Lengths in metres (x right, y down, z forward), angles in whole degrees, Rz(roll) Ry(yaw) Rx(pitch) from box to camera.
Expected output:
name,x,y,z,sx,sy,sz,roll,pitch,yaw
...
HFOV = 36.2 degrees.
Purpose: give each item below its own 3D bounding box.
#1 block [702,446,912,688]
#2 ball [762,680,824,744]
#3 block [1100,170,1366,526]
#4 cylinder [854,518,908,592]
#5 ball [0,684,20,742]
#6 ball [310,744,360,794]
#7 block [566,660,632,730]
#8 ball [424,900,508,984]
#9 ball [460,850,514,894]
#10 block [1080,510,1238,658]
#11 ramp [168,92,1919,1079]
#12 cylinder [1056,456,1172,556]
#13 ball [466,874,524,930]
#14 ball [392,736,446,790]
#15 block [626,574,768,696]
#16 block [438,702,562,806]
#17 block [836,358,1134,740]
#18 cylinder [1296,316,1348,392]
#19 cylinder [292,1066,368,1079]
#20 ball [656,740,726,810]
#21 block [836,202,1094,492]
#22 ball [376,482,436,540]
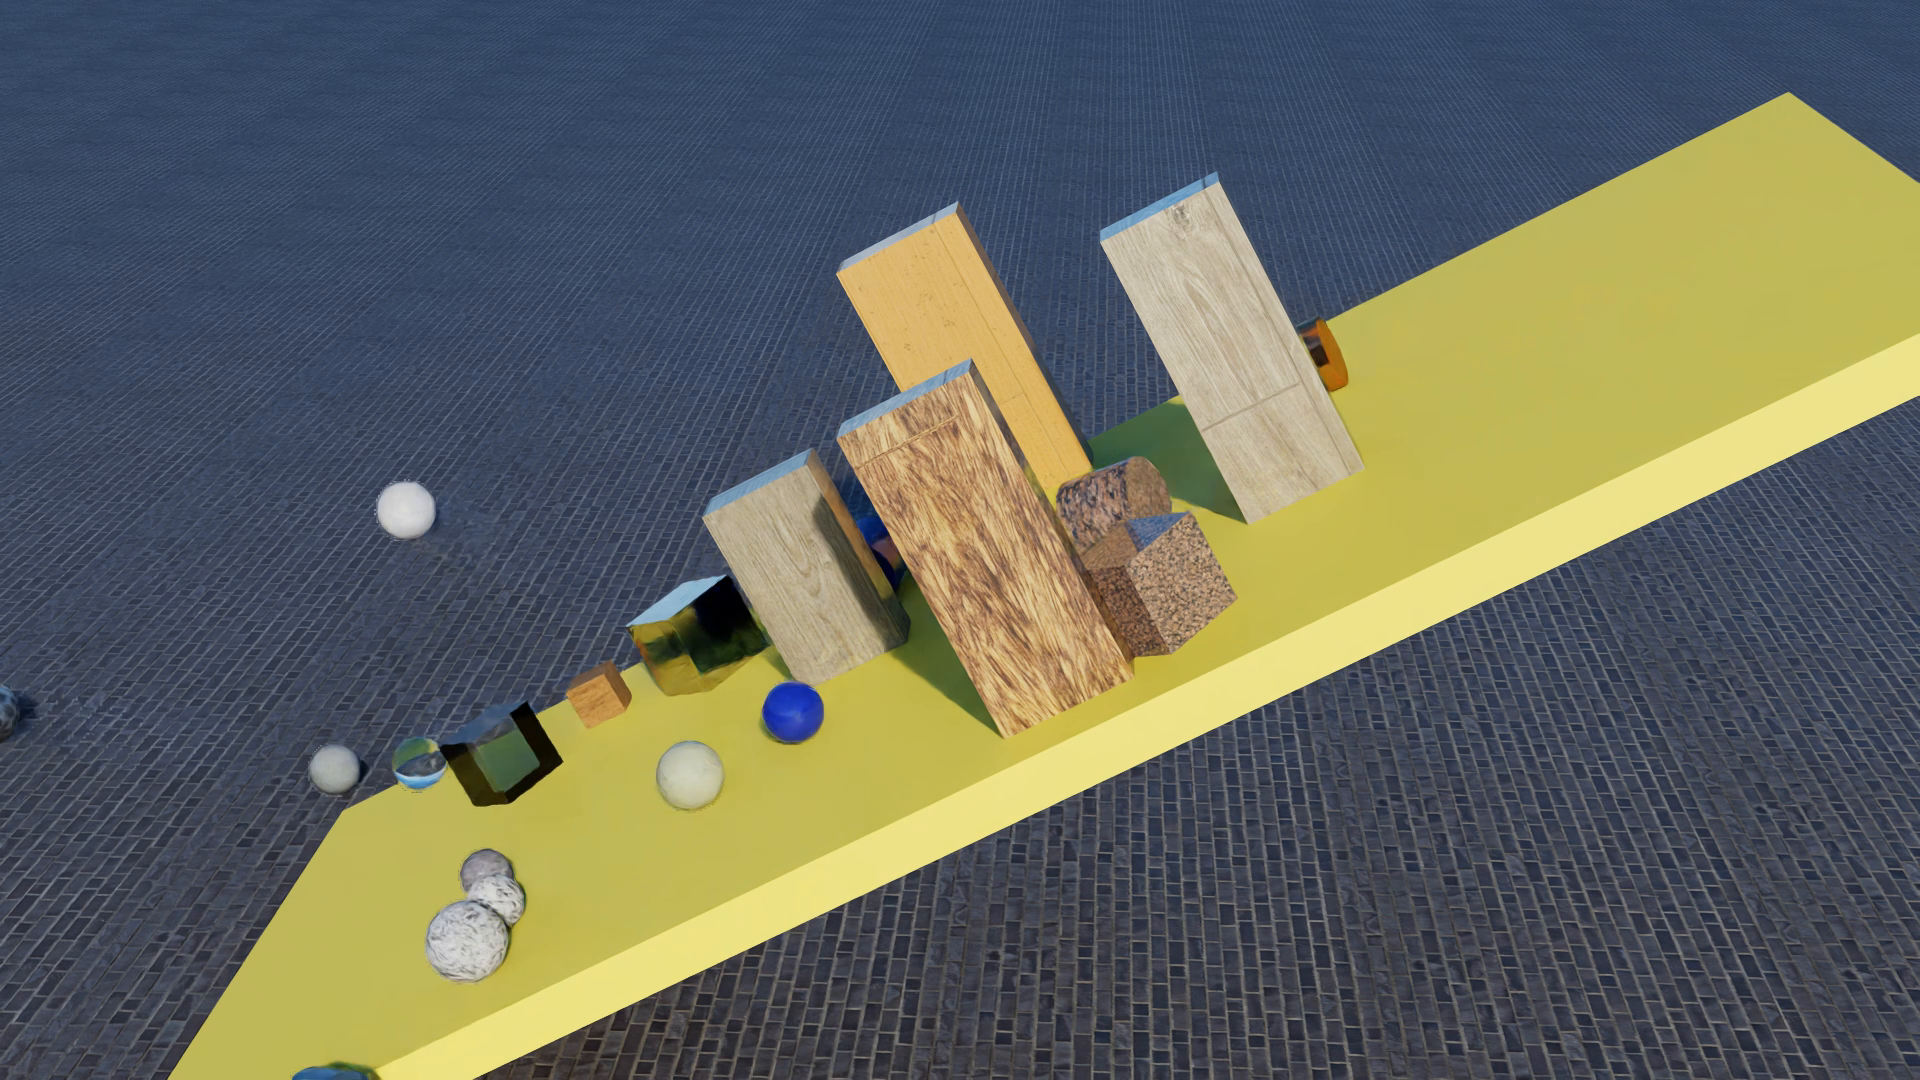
name,x,y,z,sx,sy,sz,roll,pitch,yaw
block,-0.332,0.066,6.419,0.259,0.451,0.141,-26,14,11
ball,-0.345,0.356,6.085,0.130,0.130,0.130,0,17,0
block,0.544,-0.380,5.864,0.259,0.650,0.119,-26,14,11
cylinder,-0.219,0.063,6.771,0.180,0.180,0.180,3,21,9
ball,-2.738,0.486,8.262,0.183,0.183,0.183,0,17,0
ball,-1.683,0.618,7.921,0.135,0.135,0.135,0,17,0
block,-0.872,0.373,7.107,0.107,0.107,0.107,-26,14,10
ball,-0.960,0.782,5.721,0.160,0.160,0.160,0,17,0
ball,-0.992,0.703,6.168,0.109,0.109,0.109,0,17,0
block,0.356,0.086,5.533,0.194,0.194,0.194,-38,16,-31
ramp,0.141,0.167,6.281,4.000,0.100,2.000,-26,14,11
cylinder,0.324,-0.067,6.179,0.176,0.176,0.176,-20,5,33
ball,-0.938,0.733,5.941,0.118,0.118,0.118,0,17,0
ball,-1.350,0.557,7.337,0.134,0.134,0.134,0,17,0
block,-0.621,0.227,6.942,0.199,0.199,0.199,-38,17,-34
block,-1.080,0.504,6.916,0.172,0.172,0.172,-39,17,-35
block,0.052,0.019,5.412,0.271,0.652,0.110,-26,14,11
cylinder,0.748,-0.386,6.499,0.165,0.165,0.165,-24,10,19
cylinder,-1.155,1.028,5.388,0.118,0.118,0.118,-6,9,44
ball,-0.552,0.482,6.022,0.142,0.142,0.142,0,17,0
block,0.016,-0.414,6.943,0.315,0.688,0.134,-26,14,11
ball,-1.903,-0.101,10.113,0.201,0.201,0.201,0,17,0
